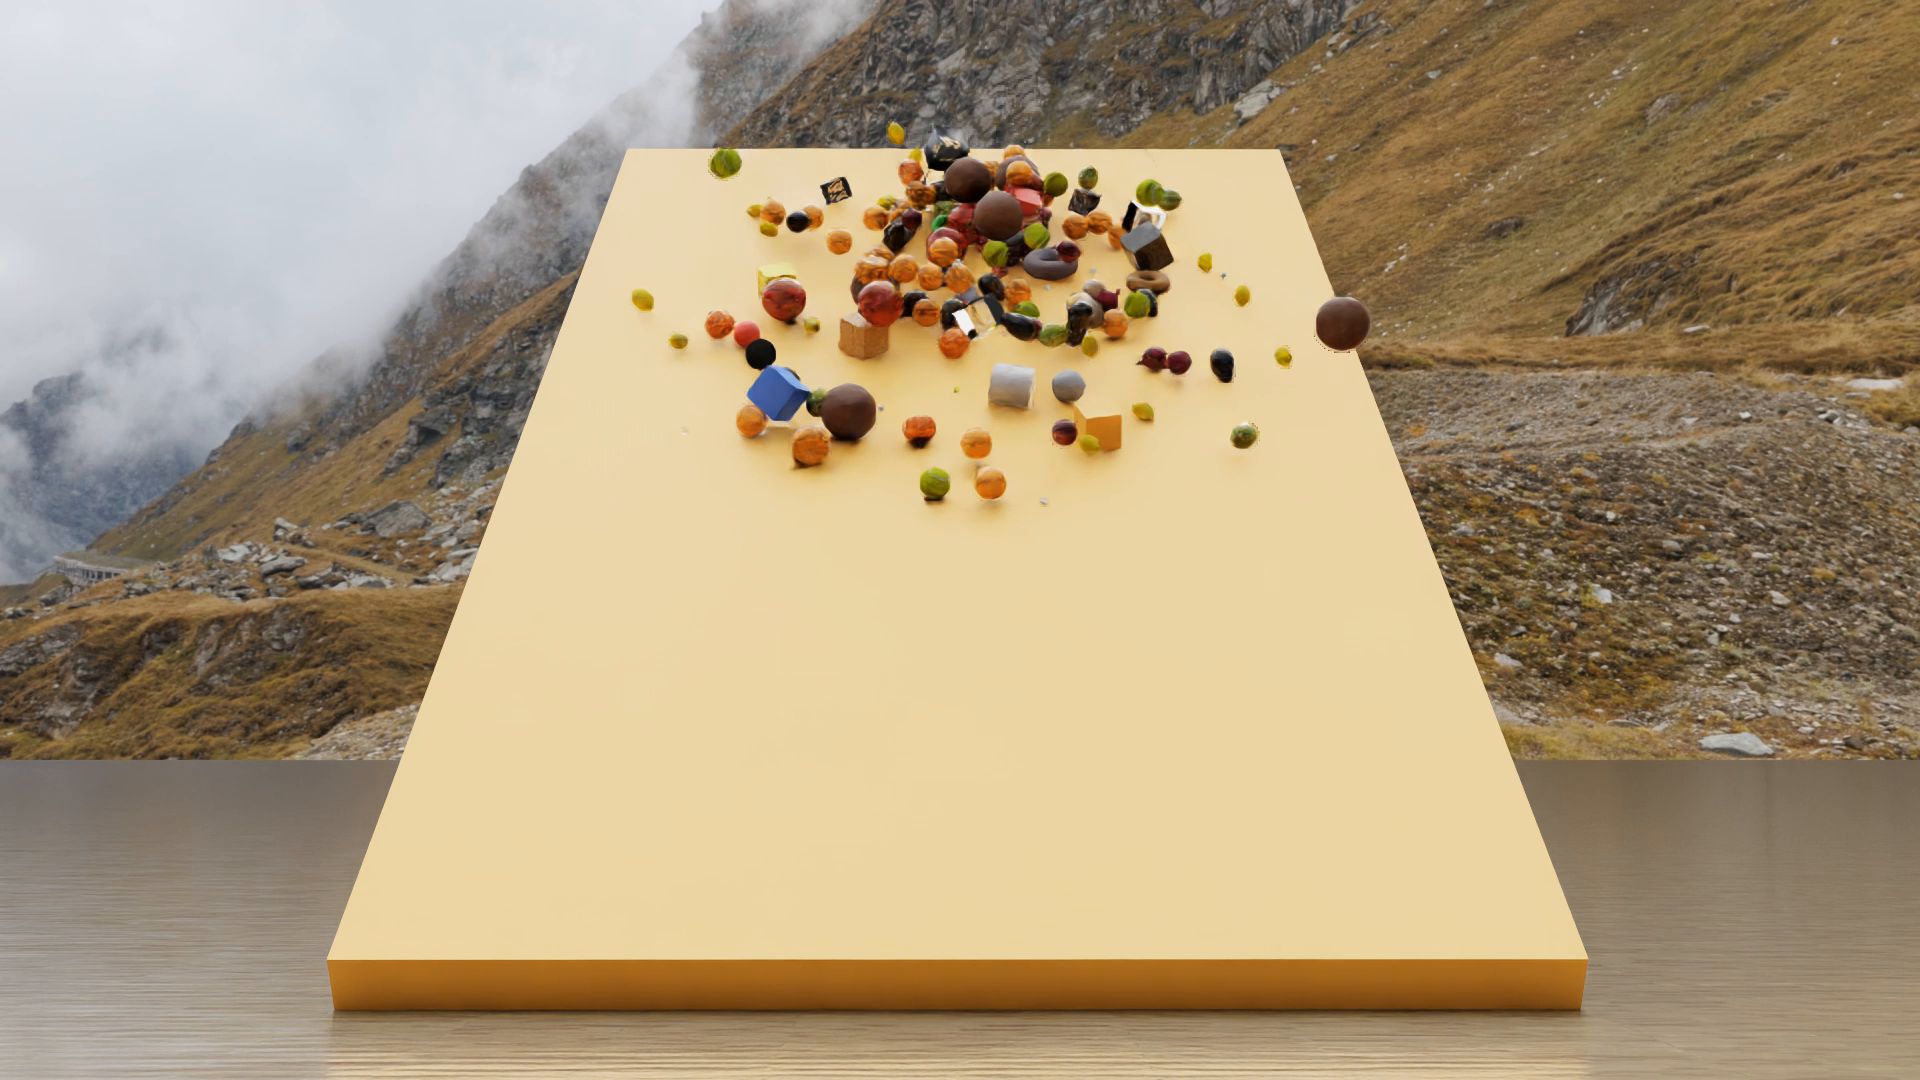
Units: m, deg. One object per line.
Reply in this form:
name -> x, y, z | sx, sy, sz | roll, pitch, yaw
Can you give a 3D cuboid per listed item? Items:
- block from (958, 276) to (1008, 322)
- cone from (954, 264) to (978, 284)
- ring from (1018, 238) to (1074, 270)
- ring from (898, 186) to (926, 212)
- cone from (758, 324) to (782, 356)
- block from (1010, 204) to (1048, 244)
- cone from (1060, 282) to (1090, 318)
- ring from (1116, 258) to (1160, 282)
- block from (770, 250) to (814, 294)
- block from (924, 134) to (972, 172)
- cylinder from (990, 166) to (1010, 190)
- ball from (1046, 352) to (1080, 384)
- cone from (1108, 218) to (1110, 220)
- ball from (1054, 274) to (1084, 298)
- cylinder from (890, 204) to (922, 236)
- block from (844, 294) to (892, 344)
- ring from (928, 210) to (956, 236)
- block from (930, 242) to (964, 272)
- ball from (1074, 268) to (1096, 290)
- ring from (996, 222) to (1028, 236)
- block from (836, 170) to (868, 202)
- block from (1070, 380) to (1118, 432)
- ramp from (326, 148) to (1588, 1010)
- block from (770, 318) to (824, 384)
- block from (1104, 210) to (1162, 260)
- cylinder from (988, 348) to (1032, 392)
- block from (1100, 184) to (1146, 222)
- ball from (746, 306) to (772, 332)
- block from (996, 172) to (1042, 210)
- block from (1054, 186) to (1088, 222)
block -> 0.059, -0.613, 6.056 | 0.082, 0.082, 0.082 | 1, -26, -38
cone -> 0.007, -0.700, 6.314 | 0.062, 0.062, 0.062 | 3, -3, 30
ring -> 0.232, -0.775, 6.458 | 0.150, 0.050, 0.150 | -1, 29, 0
ring -> -0.135, -0.970, 6.789 | 0.084, 0.084, 0.028 | -1, 25, 14
cone -> -0.470, -0.496, 5.940 | 0.076, 0.076, 0.076 | 1, 1, -9
block -> 0.192, -0.873, 6.593 | 0.075, 0.075, 0.075 | -20, 36, -8
cone -> 0.276, -0.621, 6.070 | 0.087, 0.087, 0.087 | -23, 6, 2
ring -> 0.475, -0.720, 6.367 | 0.117, 0.039, 0.117 | 1, 27, -1
block -> -0.443, -0.708, 6.292 | 0.083, 0.083, 0.083 | 25, 37, 38
block -> -0.035, -1.120, 6.902 | 0.090, 0.090, 0.090 | 19, 17, 30
cylinder -> 0.122, -1.037, 6.830 | 0.052, 0.052, 0.052 | -27, -4, -4
ball -> 0.248, -0.414, 5.741 | 0.080, 0.080, 0.080 | 0, -5, 0
cone -> 0.437, -0.933, 6.784 | 0.057, 0.057, 0.057 | 28, -27, 15
ball -> 0.283, -0.652, 6.187 | 0.073, 0.073, 0.073 | 0, -5, 0
cylinder -> -0.153, -0.892, 6.653 | 0.069, 0.069, 0.069 | -2, 27, 25
block -> -0.231, -0.555, 5.998 | 0.087, 0.087, 0.087 | -20, 34, -34
ring -> -0.049, -0.887, 6.655 | 0.083, 0.083, 0.028 | 2, -26, -25
block -> -0.035, -0.763, 6.406 | 0.060, 0.060, 0.060 | -6, 33, -30
ball -> 0.330, -0.688, 6.279 | 0.062, 0.062, 0.062 | 0, -5, 0
ring -> 0.141, -0.850, 6.506 | 0.091, 0.030, 0.091 | -4, 11, 1
block -> -0.310, -1.025, 6.895 | 0.060, 0.060, 0.060 | -12, 26, 24
block -> 0.311, -0.312, 5.540 | 0.087, 0.087, 0.087 | -7, 29, -14
ramp -> -0.011, -0.224, 5.570 | 2.000, 0.100, 4.000 | 0, 28, 0
block -> -0.385, -0.446, 5.630 | 0.091, 0.091, 0.091 | 24, -38, 10
block -> 0.469, -0.815, 6.450 | 0.093, 0.093, 0.093 | 54, -6, -37
cylinder -> 0.119, -0.409, 5.702 | 0.097, 0.097, 0.097 | 7, -5, 3
block -> 0.443, -0.916, 6.504 | 0.075, 0.075, 0.075 | -3, -45, -47
ball -> -0.507, -0.560, 6.026 | 0.067, 0.067, 0.067 | 0, -5, 0
block -> 0.164, -0.963, 6.626 | 0.080, 0.080, 0.080 | 13, 21, -32
block -> 0.313, -0.950, 6.740 | 0.060, 0.060, 0.060 | -34, -36, -3
